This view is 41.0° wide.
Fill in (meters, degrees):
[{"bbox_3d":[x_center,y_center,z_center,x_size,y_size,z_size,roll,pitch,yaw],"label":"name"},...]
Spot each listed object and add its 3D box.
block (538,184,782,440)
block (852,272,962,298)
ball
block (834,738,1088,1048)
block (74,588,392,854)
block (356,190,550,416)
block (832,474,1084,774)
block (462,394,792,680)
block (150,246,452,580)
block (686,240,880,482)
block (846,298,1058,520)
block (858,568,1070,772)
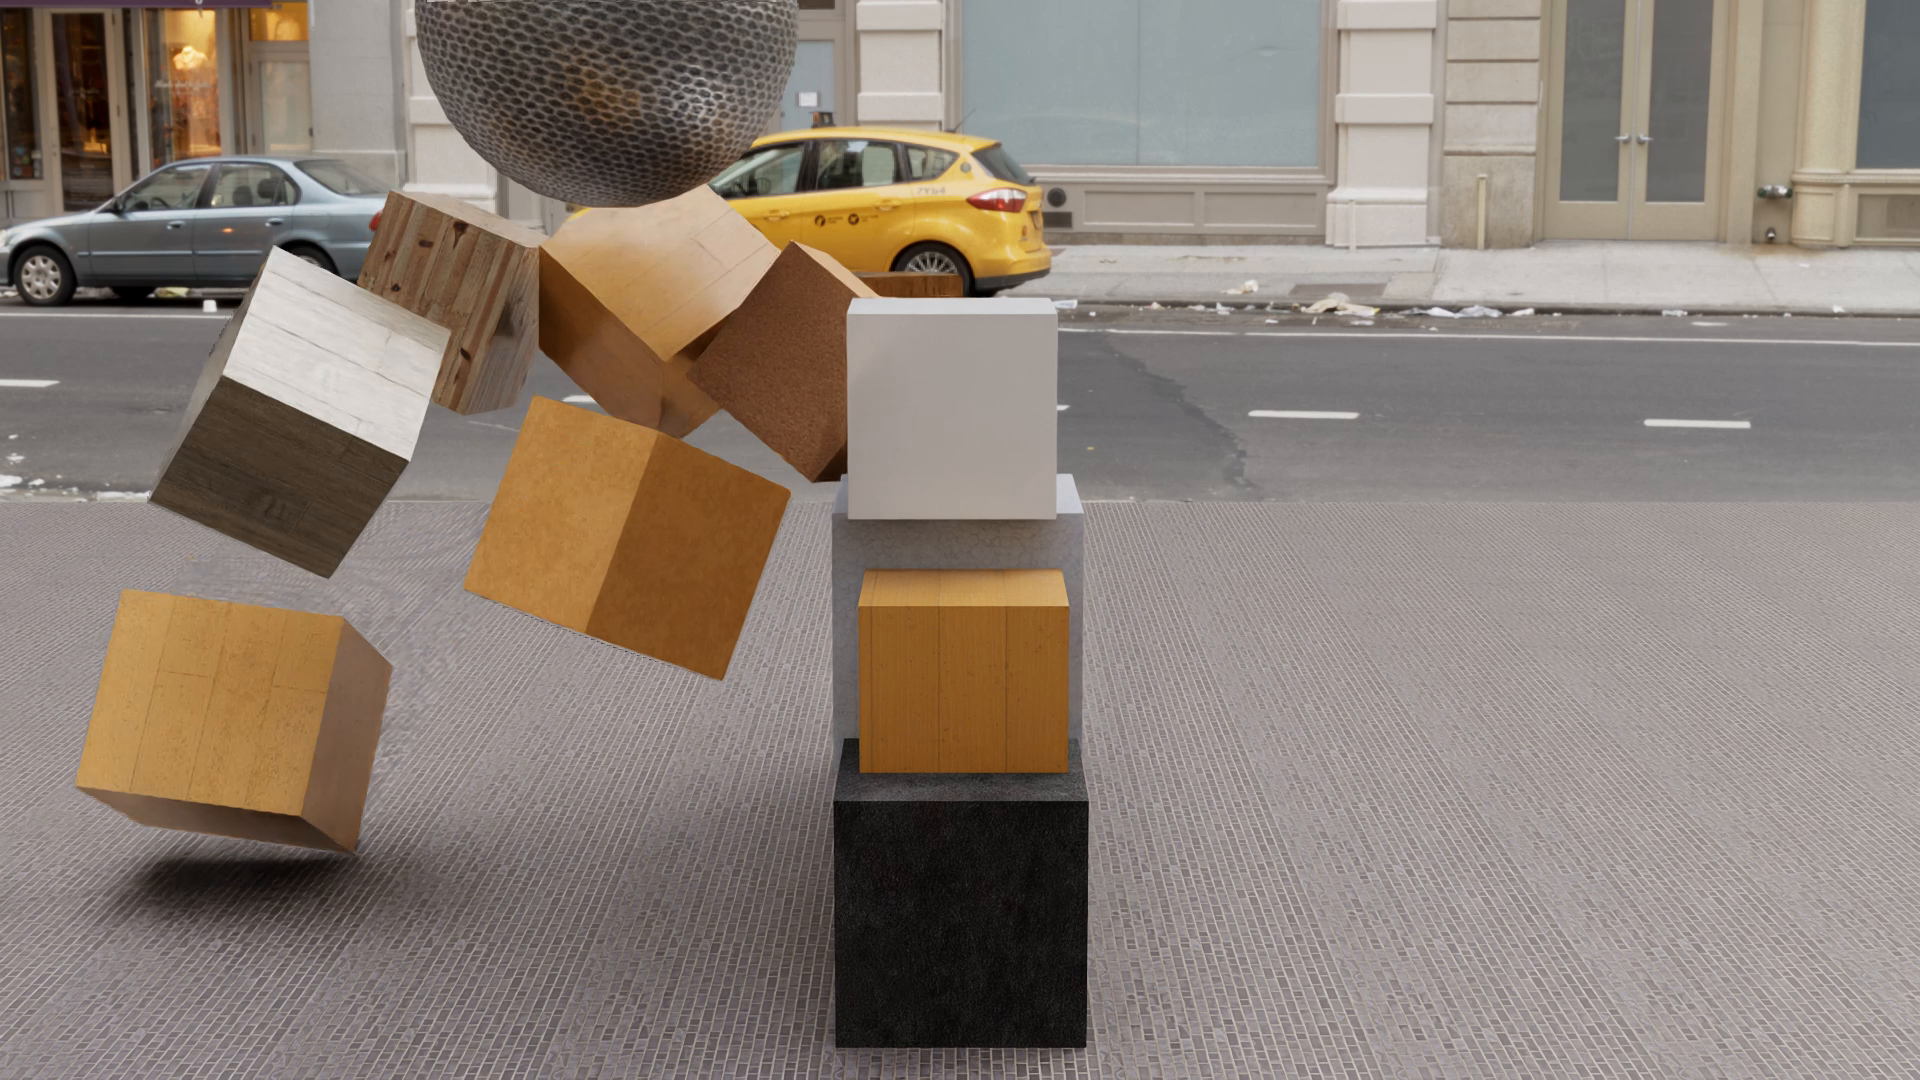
[{"bbox_3d":[-1.426,-1.123,12.364,0.848,0.861,0.837,42,63,15],"label":"block"},{"bbox_3d":[-0.485,-0.921,13.144,0.728,0.874,0.822,-4,8,-24],"label":"block"},{"bbox_3d":[-1.475,-2.199,10.781,1.600,1.600,1.600,0,10,0],"label":"ball"},{"bbox_3d":[0.004,1.316,9.719,0.916,0.933,0.882,0,10,0],"label":"block"},{"bbox_3d":[-3.187,0.816,11.373,0.983,0.876,0.887,7,-17,4],"label":"block"},{"bbox_3d":[-2.467,-1.165,12.542,0.714,0.859,0.778,23,9,6],"label":"block"},{"bbox_3d":[-0.012,0.325,10.729,0.999,1.060,1.015,0,10,0],"label":"block"},{"bbox_3d":[-1.221,-0.004,9.467,0.662,0.755,0.770,17,-5,37],"label":"block"},{"bbox_3d":[-2.533,-0.482,9.874,0.738,0.803,0.725,26,43,-20],"label":"block"},{"bbox_3d":[-0.648,-0.814,11.912,0.761,0.782,0.813,40,7,5],"label":"block"},{"bbox_3d":[-0.033,-0.539,10.281,0.811,0.801,0.719,0,10,0],"label":"block"},{"bbox_3d":[0.014,0.492,9.872,0.778,0.635,0.725,0,10,0],"label":"block"}]
